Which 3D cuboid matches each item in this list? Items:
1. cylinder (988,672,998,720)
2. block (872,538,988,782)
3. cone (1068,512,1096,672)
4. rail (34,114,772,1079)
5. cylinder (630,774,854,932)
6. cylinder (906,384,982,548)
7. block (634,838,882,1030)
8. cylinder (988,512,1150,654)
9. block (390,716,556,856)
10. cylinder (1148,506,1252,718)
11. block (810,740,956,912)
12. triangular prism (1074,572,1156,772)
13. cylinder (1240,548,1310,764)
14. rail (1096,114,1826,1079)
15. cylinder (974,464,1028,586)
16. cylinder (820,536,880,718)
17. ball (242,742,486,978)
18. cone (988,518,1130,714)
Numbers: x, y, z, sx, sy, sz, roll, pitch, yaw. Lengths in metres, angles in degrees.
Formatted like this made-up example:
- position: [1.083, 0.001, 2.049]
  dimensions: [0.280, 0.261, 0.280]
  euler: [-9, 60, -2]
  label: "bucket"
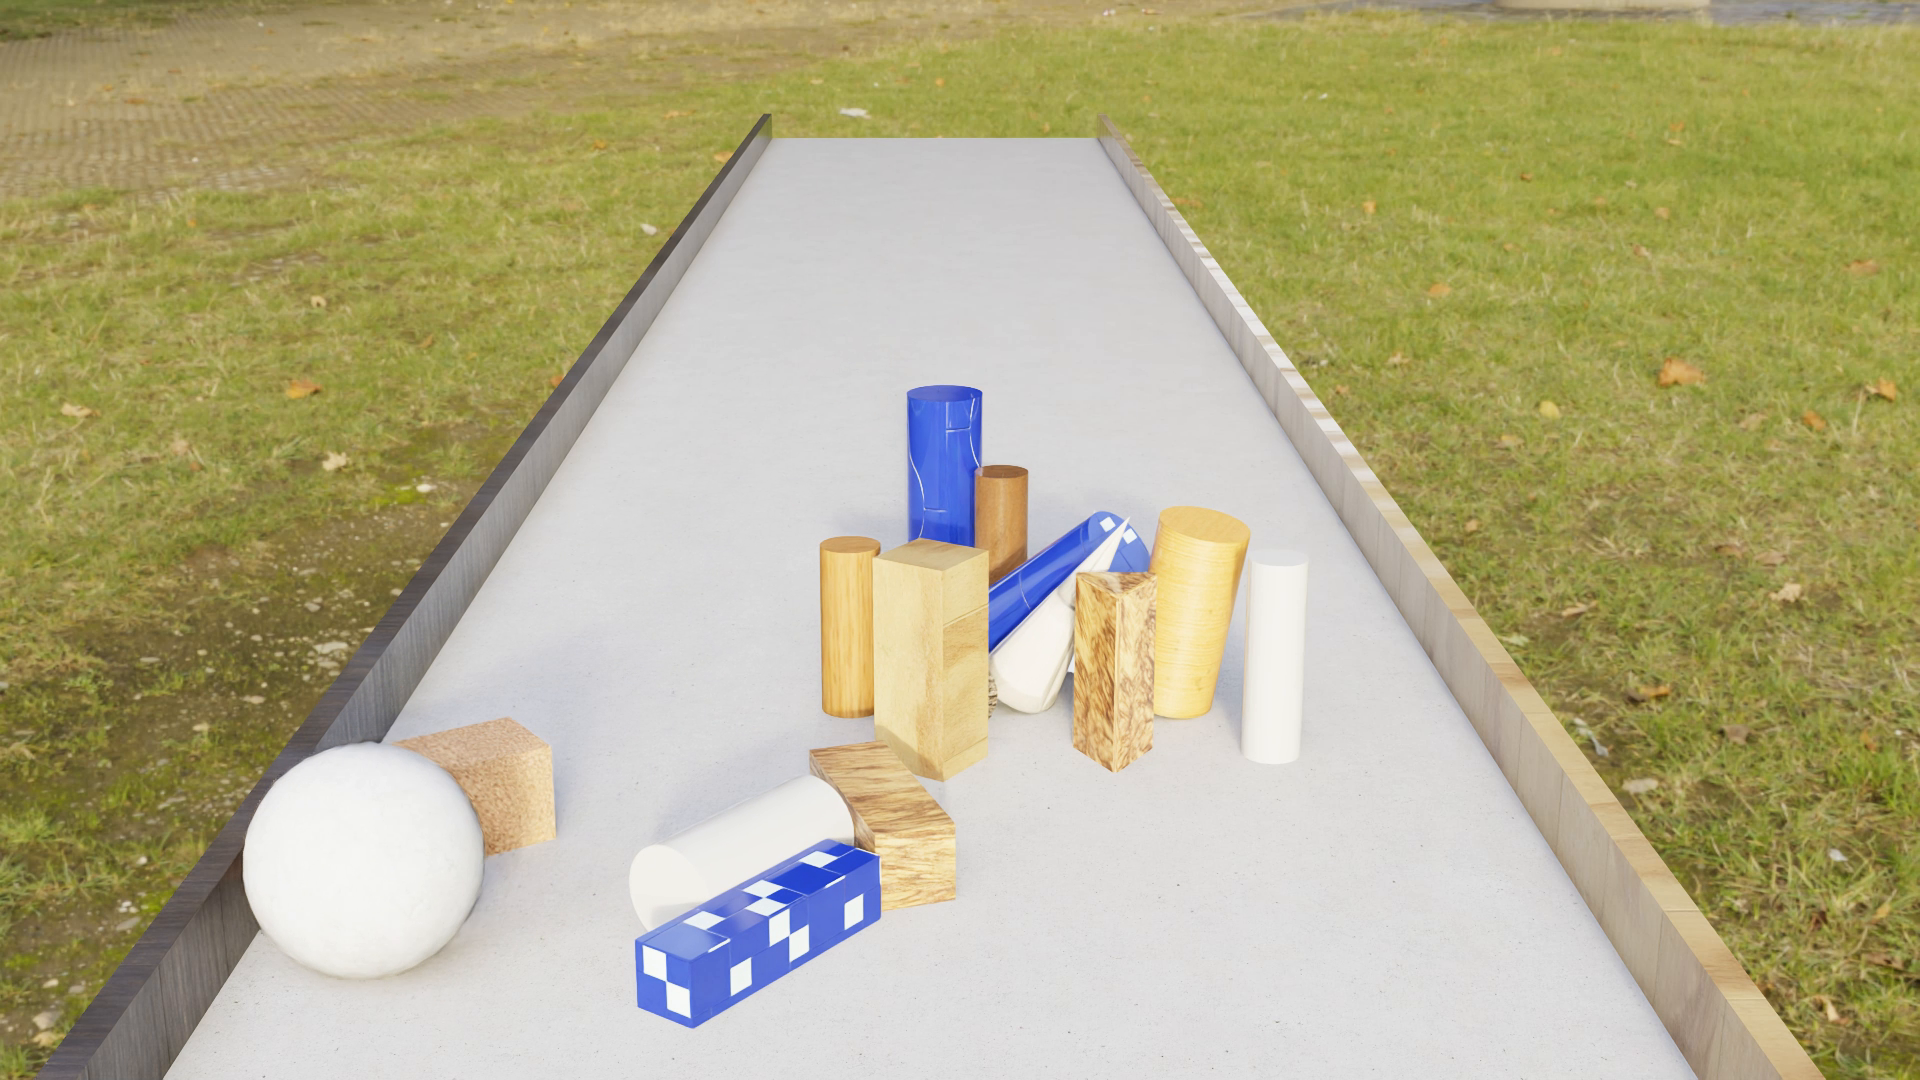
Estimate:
- position: [-0.083, 0.241, 4.176]
  dimensions: [0.137, 0.137, 0.402]
  euler: [-8, 18, -26]
  label: "cylinder"
- position: [-0.050, 0.208, 3.855]
  dimensions: [0.145, 0.383, 0.145]
  euler: [11, 20, 32]
  label: "block"
- position: [0.265, 0.090, 4.376]
  dimensions: [0.174, 0.313, 0.174]
  euler: [0, 17, 0]
  label: "cone"
- position: [-1.118, -0.838, 7.780]
  dimensions: [0.050, 0.150, 12.000]
  euler: [0, 17, -1]
  label: "rail"
- position: [-0.325, 0.483, 3.317]
  dimensions: [0.164, 0.164, 0.326]
  euler: [12, 20, 34]
  label: "cylinder"
- position: [-0.034, -0.119, 4.885]
  dimensions: [0.168, 0.423, 0.168]
  euler: [0, 17, 0]
  label: "cylinder"
- position: [-0.283, 0.559, 3.164]
  dimensions: [0.104, 0.104, 0.414]
  euler: [12, 20, 34]
  label: "block"
- position: [0.186, 0.107, 4.239]
  dimensions: [0.352, 0.176, 0.176]
  euler: [-36, -6, 34]
  label: "cylinder"
- position: [-0.851, 0.420, 3.531]
  dimensions: [0.355, 0.162, 0.162]
  euler: [-11, 20, -33]
  label: "block"
- position: [0.421, 0.134, 4.102]
  dimensions: [0.171, 0.358, 0.171]
  euler: [9, 22, -4]
  label: "cylinder"
- position: [-0.128, 0.449, 3.495]
  dimensions: [0.127, 0.127, 0.361]
  euler: [-6, 18, -19]
  label: "block"
- position: [0.257, 0.224, 3.895]
  dimensions: [0.121, 0.329, 0.140]
  euler: [10, 19, 30]
  label: "triangular prism"
- position: [0.557, 0.206, 3.892]
  dimensions: [0.106, 0.366, 0.106]
  euler: [0, 17, 0]
  label: "cylinder"
- position: [0.932, -0.844, 7.801]
  dimensions: [0.050, 0.150, 12.000]
  euler: [0, 17, -1]
  label: "rail"
- position: [0.087, 0.010, 4.633]
  dimensions: [0.113, 0.319, 0.113]
  euler: [0, 17, 0]
  label: "cylinder"
- position: [-0.204, 0.163, 4.114]
  dimensions: [0.113, 0.322, 0.113]
  euler: [0, 17, 0]
  label: "cylinder"
- position: [-0.843, 0.453, 3.120]
  dimensions: [0.332, 0.332, 0.332]
  euler: [0, 17, 0]
  label: "ball"
- position: [0.207, 0.112, 4.039]
  dimensions: [0.157, 0.450, 0.157]
  euler: [20, 38, -16]
  label: "cone"
